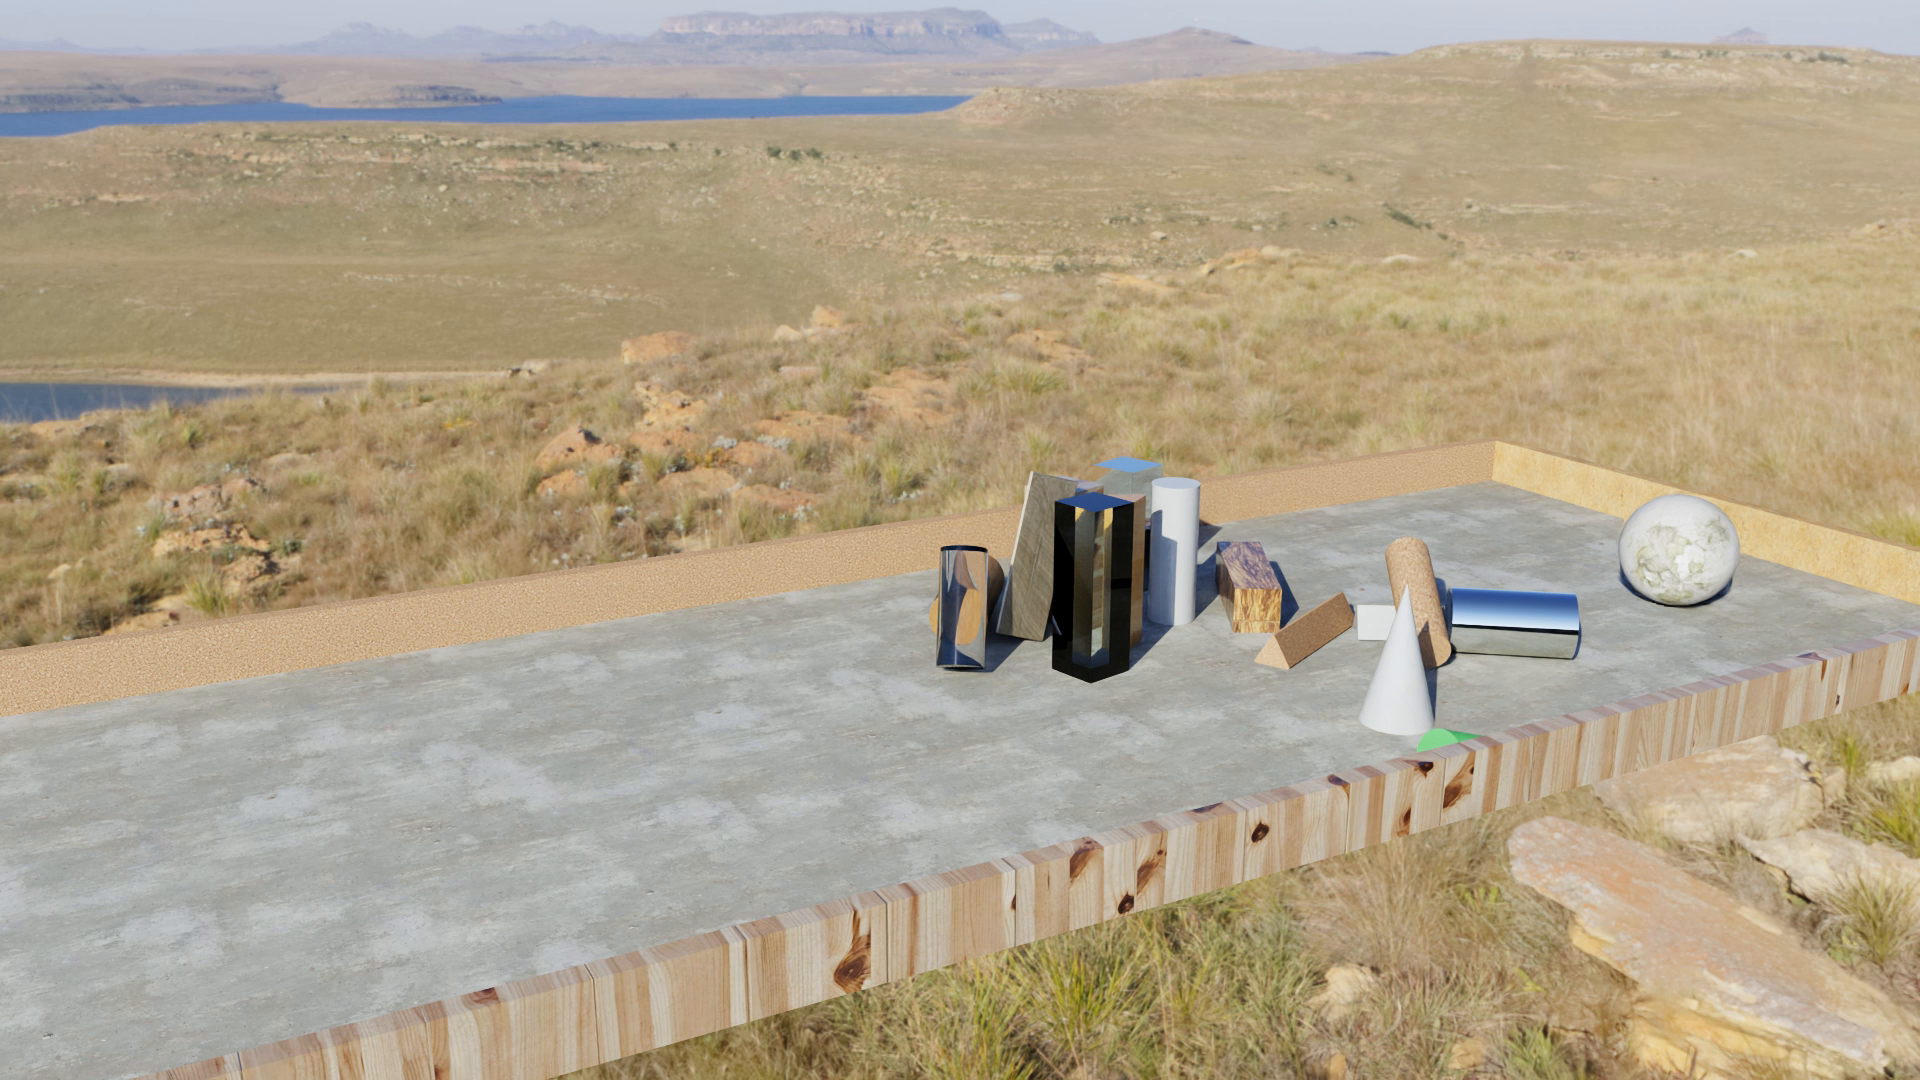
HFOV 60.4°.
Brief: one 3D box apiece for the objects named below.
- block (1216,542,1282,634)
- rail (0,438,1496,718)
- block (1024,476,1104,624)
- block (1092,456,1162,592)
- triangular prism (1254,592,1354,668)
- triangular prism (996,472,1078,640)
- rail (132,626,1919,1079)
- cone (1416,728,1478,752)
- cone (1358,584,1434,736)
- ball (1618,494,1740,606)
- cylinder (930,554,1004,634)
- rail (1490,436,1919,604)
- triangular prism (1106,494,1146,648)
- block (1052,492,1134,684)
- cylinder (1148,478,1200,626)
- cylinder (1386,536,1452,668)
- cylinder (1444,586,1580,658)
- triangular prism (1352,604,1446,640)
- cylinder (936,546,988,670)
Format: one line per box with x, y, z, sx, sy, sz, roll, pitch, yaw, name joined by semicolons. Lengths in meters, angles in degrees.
0.816;0.129;4.693;0.126;0.126;0.453;1;16;2;block
-3.305;0.497;3.399;12.000;0.150;0.050;-9;18;-27;rail
0.287;0.029;4.587;0.154;0.377;0.154;14;22;40;block
0.487;-0.041;4.834;0.145;0.372;0.145;14;22;40;block
0.931;0.232;4.408;0.096;0.083;0.439;11;20;34;triangular prism
0.188;0.039;4.450;0.136;0.438;0.118;12;2;-20;triangular prism
-2.336;1.006;1.665;12.000;0.150;0.050;-9;18;-27;rail
1.220;0.477;3.607;0.458;0.143;0.143;1;14;-28;cone
1.032;0.263;3.854;0.175;0.341;0.175;0;16;0;cone
2.045;0.028;4.694;0.319;0.319;0.319;0;16;0;ball
0.022;0.158;4.538;0.157;0.157;0.355;2;17;8;cylinder
2.466;-0.048;5.253;0.050;0.150;2.100;-9;18;-27;rail
0.430;0.085;4.351;0.133;0.404;0.153;-10;19;-31;triangular prism
0.334;0.118;4.161;0.139;0.446;0.139;-14;21;-39;block
0.591;0.030;4.563;0.133;0.388;0.133;0;16;0;cylinder
1.209;0.161;4.366;0.117;0.117;0.420;2;36;6;cylinder
1.439;0.216;4.317;0.311;0.171;0.171;3;17;9;cylinder
1.257;0.218;4.454;0.370;0.084;0.098;1;17;4;triangular prism
0.006;0.173;4.189;0.124;0.303;0.124;2;-10;0;cylinder
